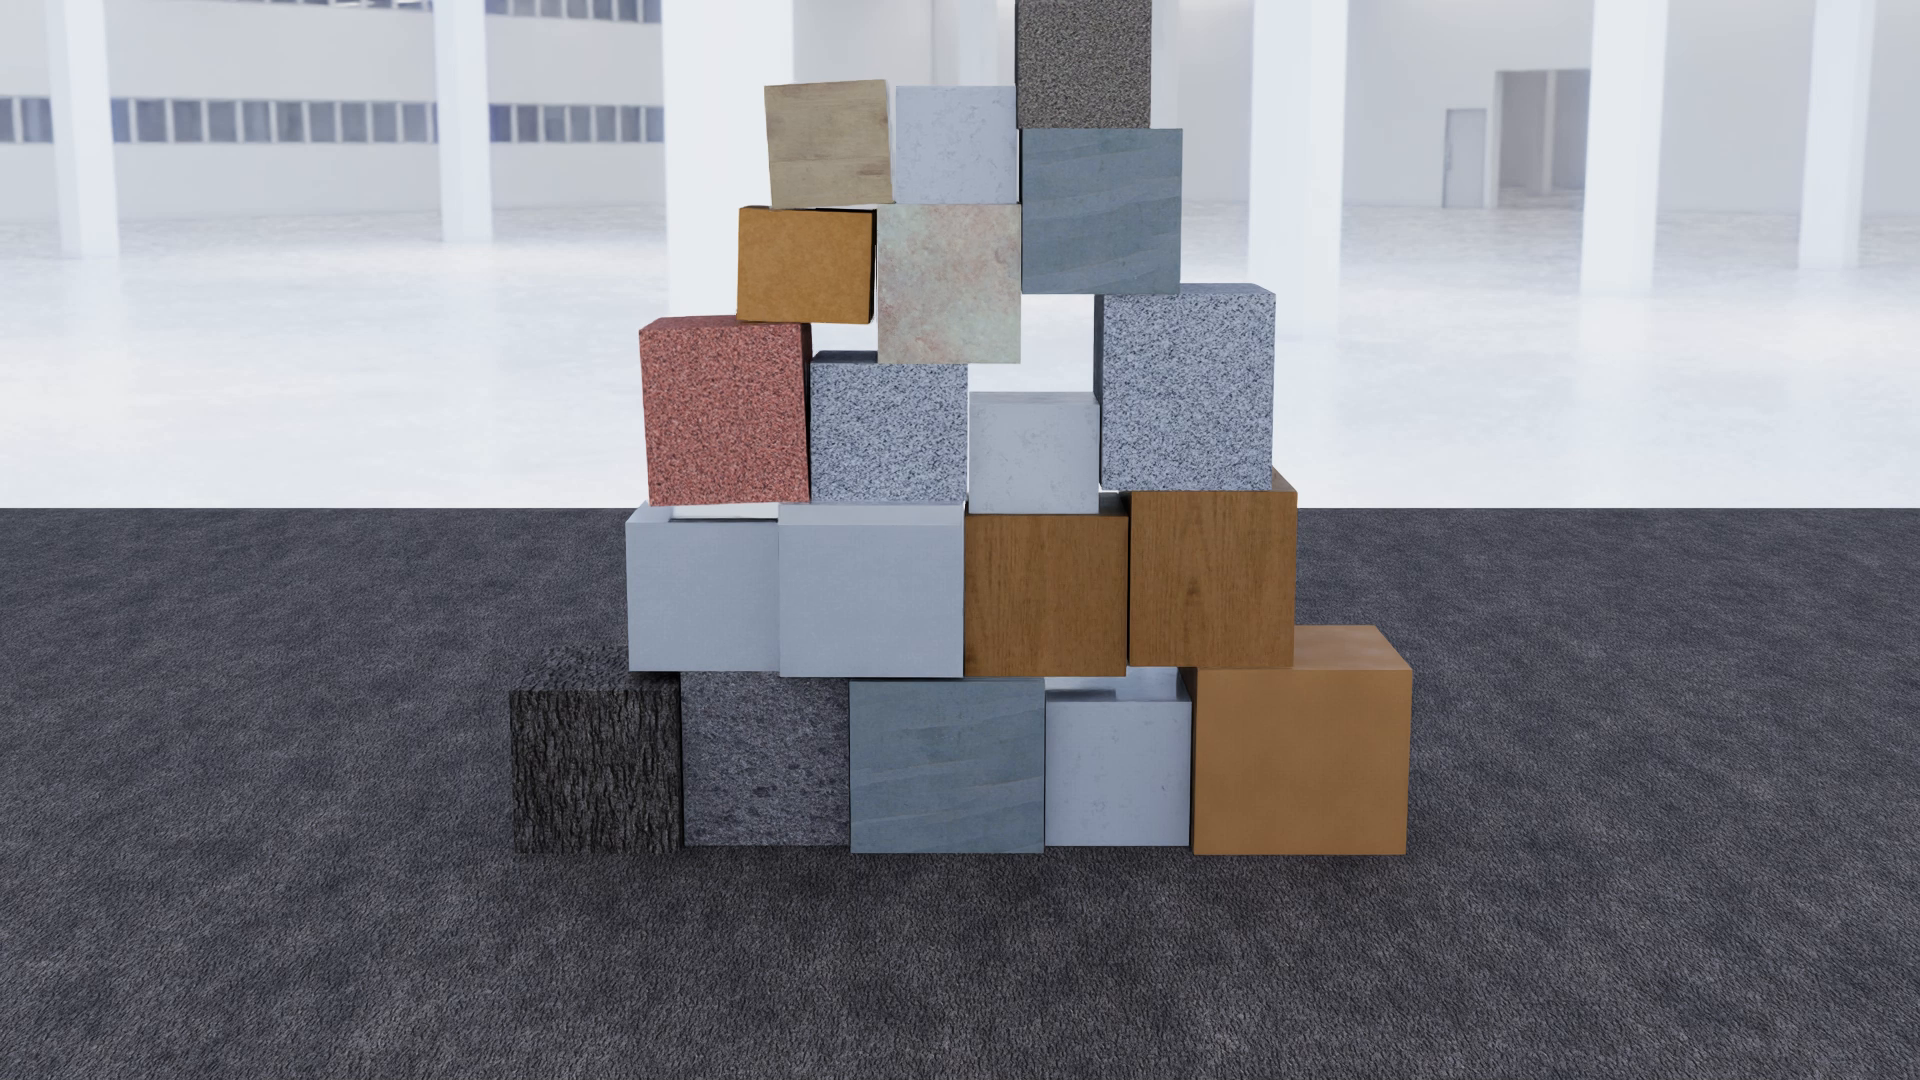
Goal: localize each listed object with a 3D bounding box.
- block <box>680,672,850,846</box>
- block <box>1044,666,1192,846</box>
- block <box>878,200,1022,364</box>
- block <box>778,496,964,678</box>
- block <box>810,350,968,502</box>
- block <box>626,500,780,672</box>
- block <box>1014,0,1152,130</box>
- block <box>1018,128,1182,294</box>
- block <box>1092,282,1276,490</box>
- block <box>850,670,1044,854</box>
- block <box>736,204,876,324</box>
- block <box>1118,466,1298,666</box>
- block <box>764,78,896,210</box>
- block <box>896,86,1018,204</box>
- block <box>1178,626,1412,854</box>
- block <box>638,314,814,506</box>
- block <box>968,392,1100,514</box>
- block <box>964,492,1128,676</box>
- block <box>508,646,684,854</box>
[{"bbox_3d":[-0.972,1.031,11.367,0.834,0.904,0.724,0,10,0],"label":"block"},{"bbox_3d":[0.791,1.106,11.396,0.727,0.746,0.762,0,10,0],"label":"block"},{"bbox_3d":[-0.051,-1.296,10.964,0.694,0.765,0.745,0,10,0],"label":"block"},{"bbox_3d":[-0.434,0.166,11.210,0.900,0.856,0.971,0,10,0],"label":"block"},{"bbox_3d":[-0.345,-0.585,11.069,0.764,0.674,0.696,0,10,0],"label":"block"},{"bbox_3d":[-1.269,0.220,11.208,0.749,0.750,0.704,0,10,0],"label":"block"},{"bbox_3d":[0.590,-2.406,10.756,0.629,0.778,0.746,0,10,0],"label":"block"},{"bbox_3d":[0.676,-1.635,10.872,0.757,0.782,0.814,0,10,0],"label":"block"},{"bbox_3d":[1.106,-0.786,11.053,0.825,0.955,0.829,0,10,0],"label":"block"},{"bbox_3d":[-0.064,1.045,11.367,0.963,0.877,0.962,0,10,0],"label":"block"},{"bbox_3d":[-0.754,-1.374,10.929,0.643,0.538,0.579,2,10,0],"label":"block"},{"bbox_3d":[1.239,0.114,11.214,0.807,0.874,0.904,0,10,0],"label":"block"},{"bbox_3d":[-0.631,-1.945,10.815,0.582,0.586,0.556,-3,10,1],"label":"block"},{"bbox_3d":[-0.017,-1.947,10.844,0.583,0.559,0.559,0,10,0],"label":"block"},{"bbox_3d":[1.692,1.012,11.361,1.055,0.945,1.006,0,10,0],"label":"block"},{"bbox_3d":[-1.143,-0.670,11.051,0.780,0.862,0.784,-2,10,0],"label":"block"},{"bbox_3d":[0.365,-0.448,11.104,0.641,0.542,0.568,0,10,0],"label":"block"},{"bbox_3d":[0.426,0.214,11.233,0.801,0.807,0.765,0,10,0],"label":"block"},{"bbox_3d":[-1.810,1.066,11.363,0.820,0.837,0.958,0,10,0],"label":"block"}]
